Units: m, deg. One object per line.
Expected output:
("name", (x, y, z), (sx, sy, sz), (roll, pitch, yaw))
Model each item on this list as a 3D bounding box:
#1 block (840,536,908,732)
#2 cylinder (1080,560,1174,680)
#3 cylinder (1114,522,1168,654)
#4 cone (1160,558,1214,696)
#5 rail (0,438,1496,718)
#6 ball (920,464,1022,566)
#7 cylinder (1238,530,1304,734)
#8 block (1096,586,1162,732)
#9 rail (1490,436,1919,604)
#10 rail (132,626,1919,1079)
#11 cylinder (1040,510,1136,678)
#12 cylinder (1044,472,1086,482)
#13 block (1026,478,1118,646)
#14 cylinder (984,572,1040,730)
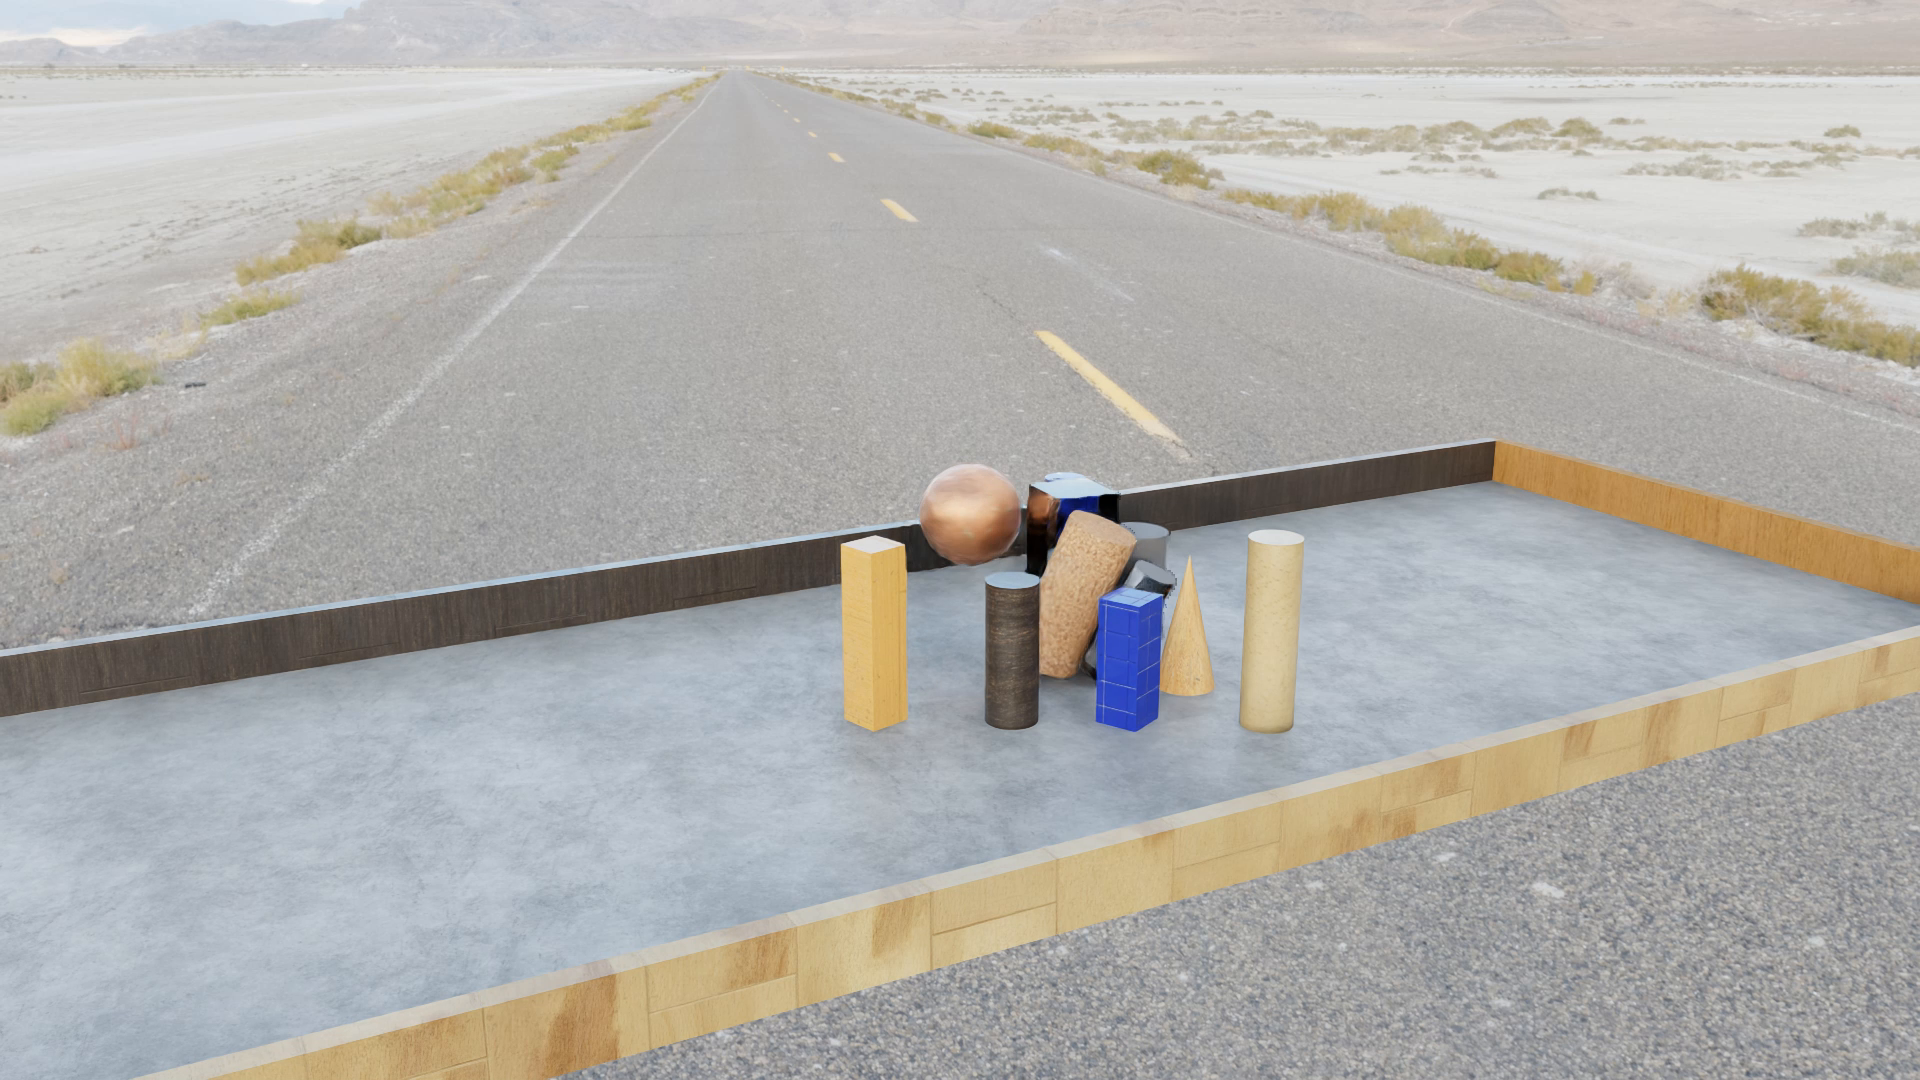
("block", (-0.199, 0.217, 3.849), (0.106, 0.432, 0.106), (-15, 22, -42))
("cylinder", (0.413, 0.207, 4.081), (0.107, 0.304, 0.107), (23, 20, -9))
("cylinder", (0.458, 0.134, 4.303), (0.154, 0.332, 0.154), (1, 17, 0))
("cone", (0.562, 0.198, 4.078), (0.151, 0.340, 0.151), (0, 16, 0))
("rail", (-3.305, 0.497, 3.399), (12.000, 0.150, 0.050), (-9, 18, -27))
("ball", (0.030, -0.071, 4.578), (0.284, 0.284, 0.284), (0, 16, 0))
("cylinder", (0.721, 0.213, 3.820), (0.126, 0.457, 0.126), (0, 16, 0))
("block", (0.396, 0.278, 3.863), (0.108, 0.307, 0.108), (12, 20, 34))
("rail", (2.466, -0.048, 5.253), (0.050, 0.150, 2.100), (-9, 18, -27))
("rail", (-2.336, 1.006, 1.665), (12.000, 0.150, 0.050), (-9, 18, -27))
("cylinder", (0.283, 0.138, 4.137), (0.178, 0.384, 0.178), (21, 19, -7))
("cylinder", (0.292, 0.013, 4.621), (0.113, 0.389, 0.113), (0, 16, 0))
("block", (0.294, 0.064, 4.399), (0.175, 0.414, 0.175), (-6, 17, -23))
("cylinder", (0.122, 0.259, 3.859), (0.127, 0.347, 0.127), (0, 16, 0))
